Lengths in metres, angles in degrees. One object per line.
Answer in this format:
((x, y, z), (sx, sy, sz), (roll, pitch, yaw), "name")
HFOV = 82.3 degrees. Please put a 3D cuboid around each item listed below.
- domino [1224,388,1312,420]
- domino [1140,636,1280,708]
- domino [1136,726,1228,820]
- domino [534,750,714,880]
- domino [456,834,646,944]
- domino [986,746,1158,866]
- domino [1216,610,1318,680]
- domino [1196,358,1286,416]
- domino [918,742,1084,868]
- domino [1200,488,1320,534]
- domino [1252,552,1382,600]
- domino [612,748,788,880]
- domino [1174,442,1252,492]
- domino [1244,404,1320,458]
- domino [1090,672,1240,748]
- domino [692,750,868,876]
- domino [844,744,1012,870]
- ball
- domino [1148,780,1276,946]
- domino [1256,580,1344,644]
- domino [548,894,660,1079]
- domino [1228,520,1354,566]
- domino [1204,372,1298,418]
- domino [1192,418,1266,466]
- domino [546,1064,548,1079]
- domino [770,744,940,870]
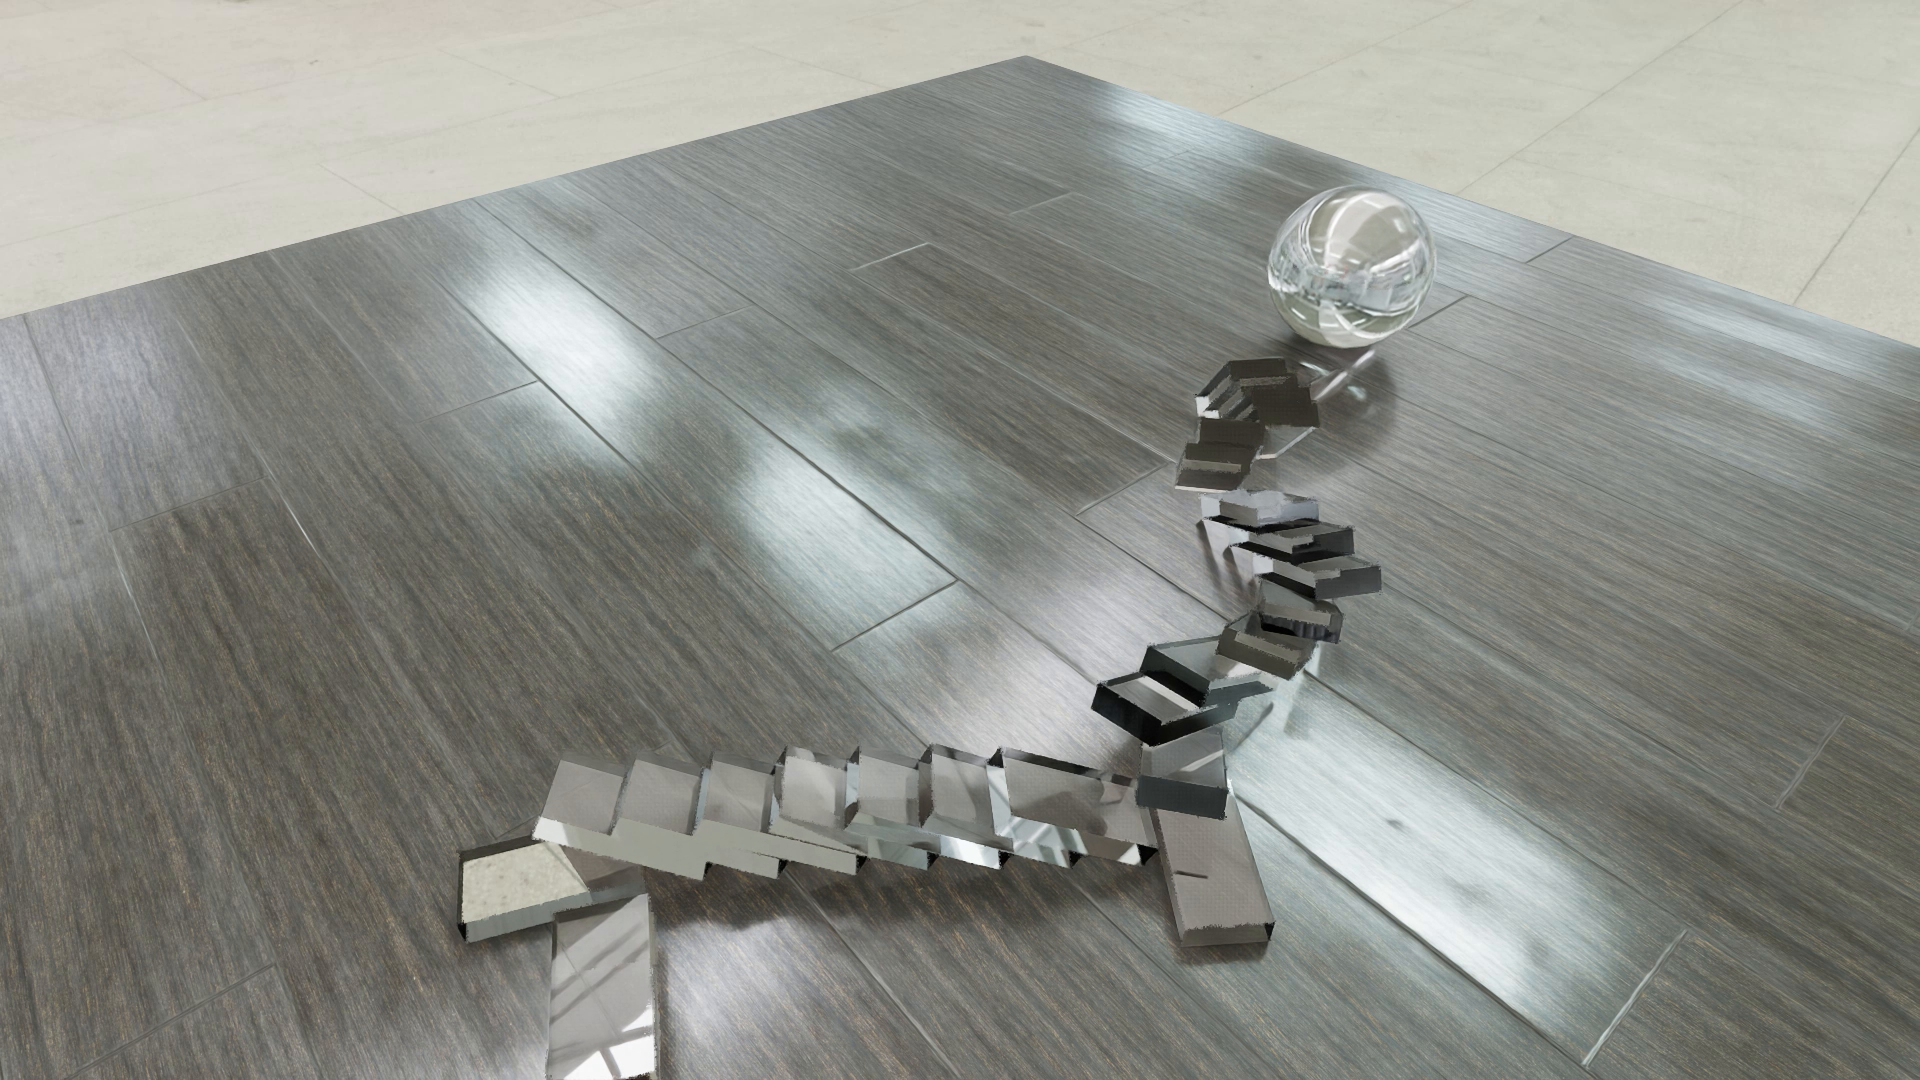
((0.132, -0.054, 0.481), (0.025, 0.050, 0.010), (-4, 79, -5), "domino")
((0.086, 0.043, 0.371), (0.050, 0.009, 0.025), (-1, 24, -47), "domino")
((0.069, 0.070, 0.341), (0.025, 0.010, 0.050), (8, 12, 10), "domino")
((-0.097, 0.082, 0.326), (0.050, 0.010, 0.025), (21, 34, -17), "domino")
((-0.120, 0.098, 0.323), (0.050, 0.010, 0.025), (-11, 41, -14), "domino")
((0.033, 0.080, 0.329), (0.050, 0.009, 0.025), (18, 36, -20), "domino")
((0.107, 0.036, 0.380), (0.025, 0.010, 0.050), (20, 11, 23), "domino")
((0.127, -0.069, 0.500), (0.025, 0.050, 0.009), (-4, 79, -5), "domino")
((0.012, 0.080, 0.330), (0.050, 0.010, 0.025), (19, 36, -18), "domino")
((0.119, -0.012, 0.440), (0.025, 0.009, 0.050), (-9, 10, -11), "domino")
((0.132, 0.011, 0.411), (0.025, 0.010, 0.050), (-7, 10, -9), "domino")
((-0.075, 0.081, 0.327), (0.050, 0.010, 0.025), (21, 35, -17), "domino")
((0.103, -0.029, 0.452), (0.025, 0.050, 0.010), (6, 83, 7), "domino")
((0.132, -0.046, 0.471), (0.025, 0.050, 0.010), (-4, 79, -5), "domino")
((0.069, 0.053, 0.362), (0.025, 0.009, 0.050), (29, 23, 38), "domino")
((-0.052, 0.081, 0.328), (0.050, 0.010, 0.025), (19, 36, -18), "domino")
((-0.009, 0.080, 0.329), (0.050, 0.010, 0.025), (19, 36, -18), "domino")
((0.197, -0.137, 0.555), (0.080, 0.080, 0.080), (0, 39, 0), "ball")
((0.074, 0.095, 0.328), (0.025, 0.010, 0.050), (-2, 39, -3), "domino")
((0.121, 0.025, 0.393), (0.025, 0.009, 0.050), (10, 9, 12), "domino")
((-0.092, 0.118, 0.284), (0.025, 0.010, 0.050), (-9, 40, -11), "domino")
((0.127, -0.001, 0.426), (0.025, 0.009, 0.050), (-10, 10, -12), "domino")
((0.129, -0.061, 0.491), (0.025, 0.050, 0.009), (-4, 79, -5), "domino")
((0.111, -0.038, 0.462), (0.025, 0.050, 0.010), (6, 78, 7), "domino")
((-0.090, 0.136, 0.277), (0.025, 0.009, 0.050), (-7, 40, -9), "domino")
((-0.031, 0.080, 0.329), (0.050, 0.009, 0.025), (19, 35, -18), "domino")
